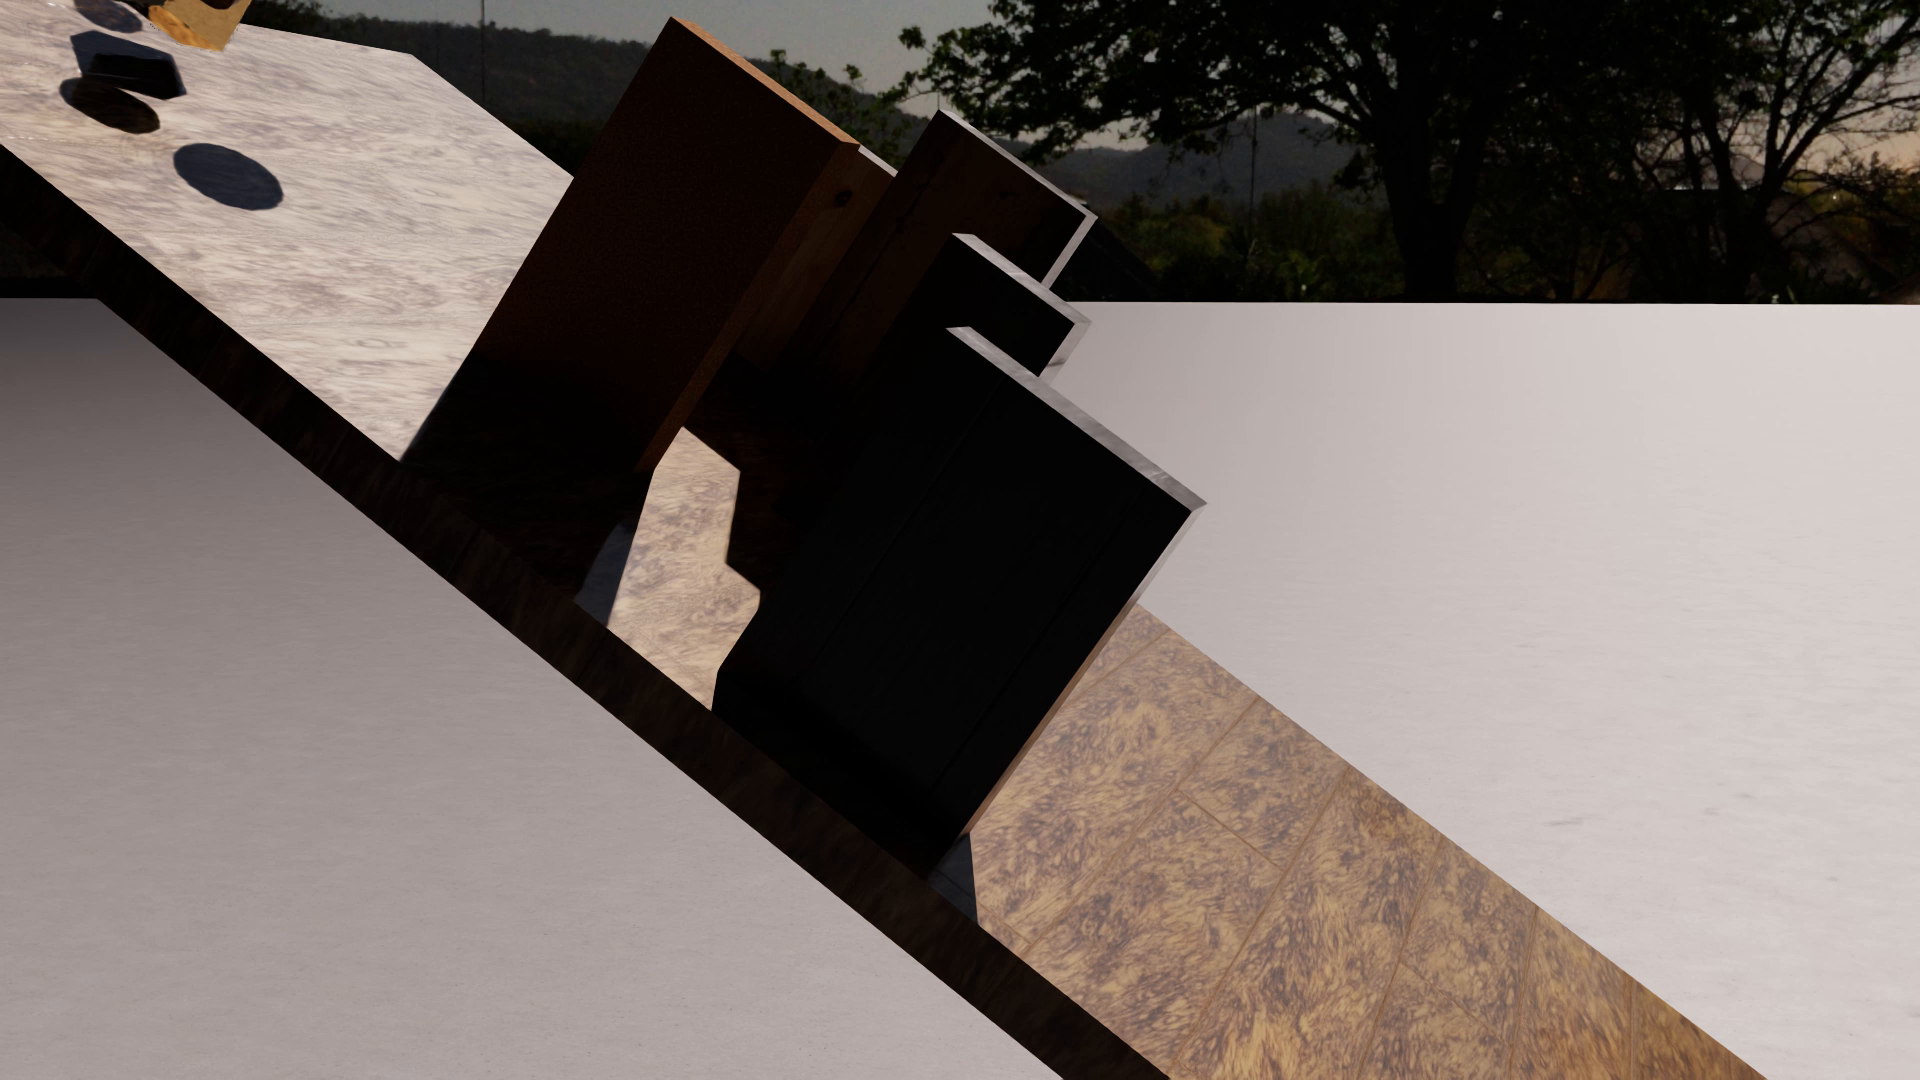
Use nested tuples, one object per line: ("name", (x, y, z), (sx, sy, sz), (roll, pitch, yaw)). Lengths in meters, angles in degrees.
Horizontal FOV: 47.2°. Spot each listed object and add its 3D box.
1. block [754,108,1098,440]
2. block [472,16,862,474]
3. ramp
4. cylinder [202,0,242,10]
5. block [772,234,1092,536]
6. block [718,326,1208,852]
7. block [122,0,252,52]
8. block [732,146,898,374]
("block", (-0.076, -0.476, 4.511), (0.374, 0.708, 0.097), (37, 16, 10))
("block", (-0.506, -0.494, 3.738), (0.365, 0.675, 0.097), (37, 16, 10))
("ramp", (-0.092, 0.165, 4.083), (4.000, 0.100, 2.000), (37, 16, 10))
("cylinder", (-1.341, -1.070, 4.061), (0.135, 0.135, 0.135), (4, 37, 33))
("block", (-0.054, -0.226, 3.997), (0.275, 0.607, 0.132), (37, 16, 10))
("block", (-0.003, 0.070, 3.194), (0.433, 0.618, 0.117), (37, 16, 10))
("block", (-1.461, -1.038, 4.176), (0.146, 0.146, 0.146), (18, -13, 38))
("block", (-0.331, -0.618, 4.777), (0.424, 0.514, 0.092), (37, 16, 10))
